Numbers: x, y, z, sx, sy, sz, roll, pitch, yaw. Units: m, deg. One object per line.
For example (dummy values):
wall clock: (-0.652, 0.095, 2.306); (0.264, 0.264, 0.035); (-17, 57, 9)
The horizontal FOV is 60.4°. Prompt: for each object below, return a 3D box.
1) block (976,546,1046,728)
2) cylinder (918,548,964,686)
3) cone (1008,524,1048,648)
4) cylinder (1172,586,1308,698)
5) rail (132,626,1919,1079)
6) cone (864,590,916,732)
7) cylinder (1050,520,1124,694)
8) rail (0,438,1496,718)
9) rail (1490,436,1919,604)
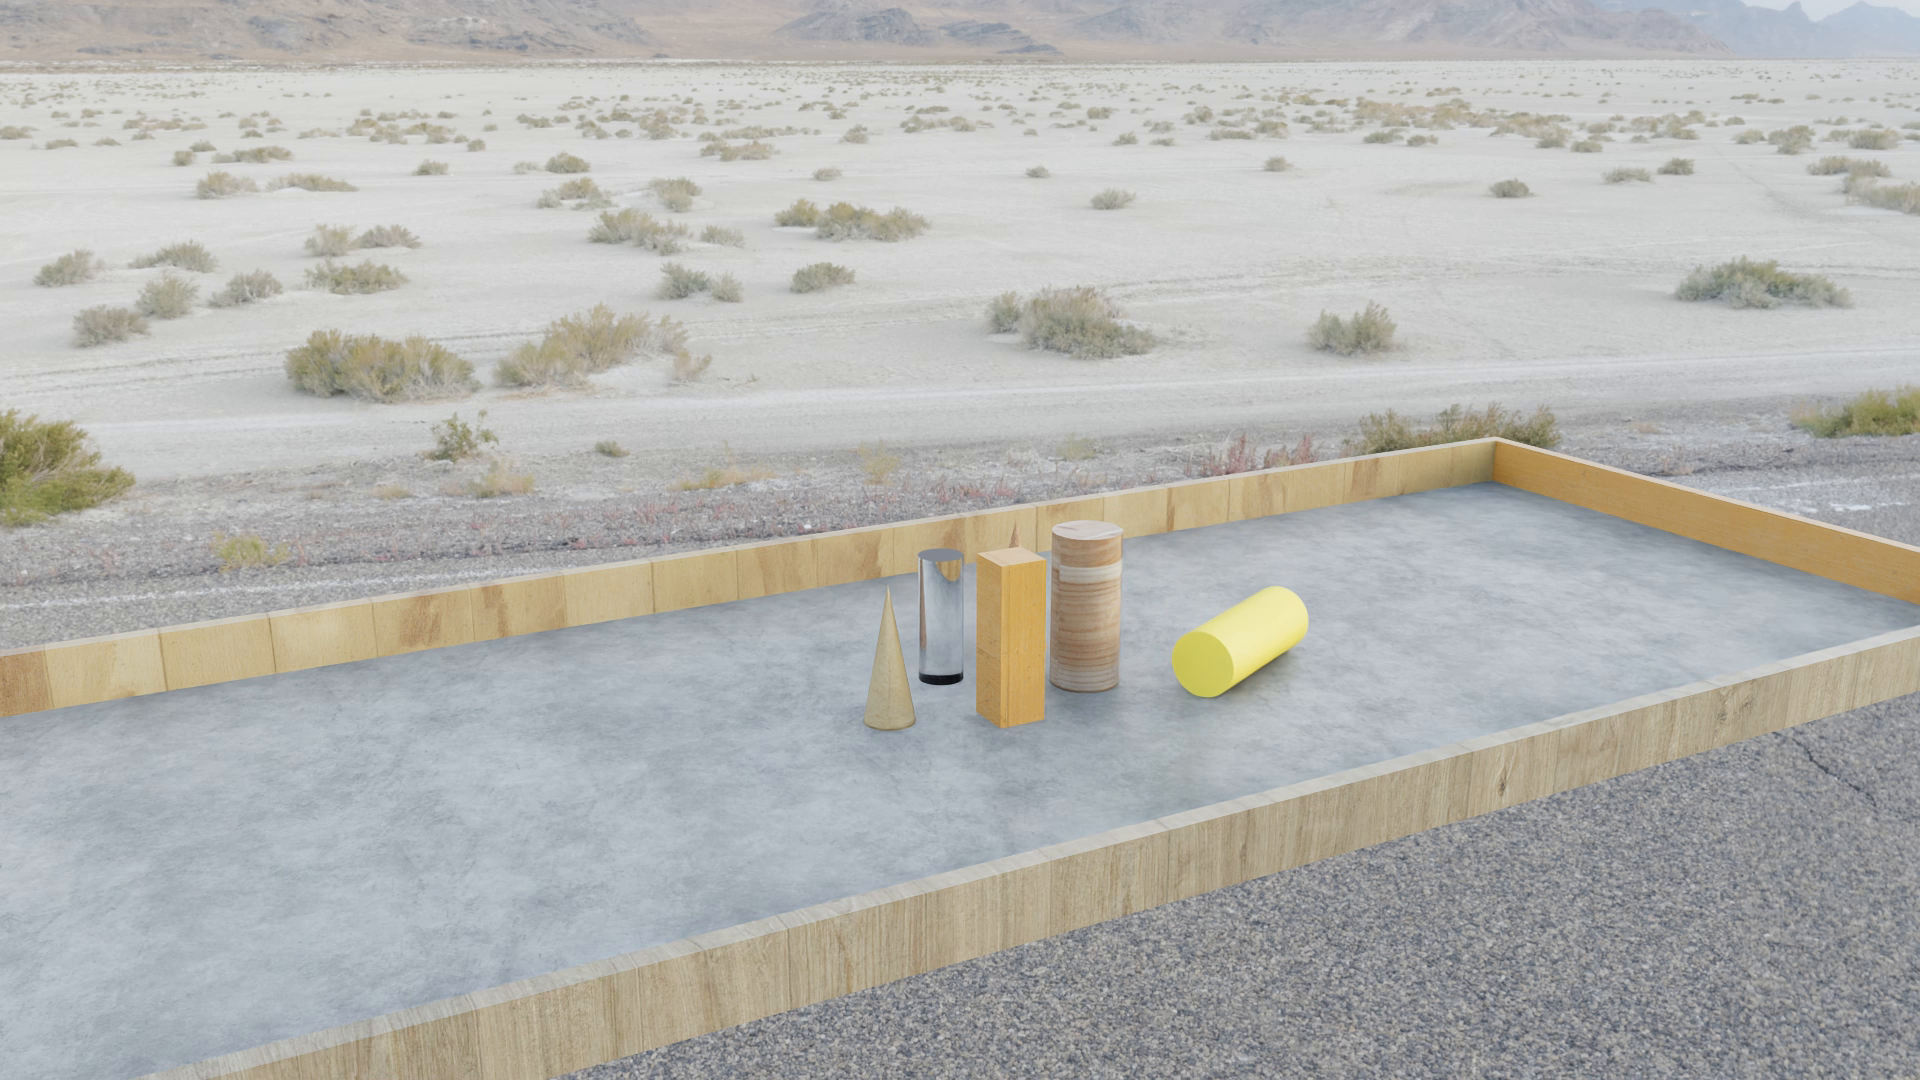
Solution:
block: (0.119, 0.228, 3.876); (0.118, 0.396, 0.118); (-9, 18, -27)
cylinder: (-0.048, 0.192, 4.127); (0.114, 0.323, 0.114); (0, 16, 0)
cone: (0.145, 0.116, 4.339); (0.173, 0.350, 0.173); (0, 16, 0)
cylinder: (0.717, 0.254, 4.193); (0.168, 0.168, 0.436); (11, 20, 34)
rail: (-2.336, 1.006, 1.665); (12.000, 0.150, 0.050); (-9, 18, -27)
cone: (-0.166, 0.264, 3.853); (0.126, 0.340, 0.126); (0, 16, 0)
cylinder: (0.312, 0.164, 4.096); (0.175, 0.394, 0.175); (0, 16, 0)
rail: (-3.305, 0.497, 3.399); (12.000, 0.150, 0.050); (-9, 18, -27)
rail: (2.466, -0.048, 5.253); (0.050, 0.150, 2.100); (-9, 18, -27)
